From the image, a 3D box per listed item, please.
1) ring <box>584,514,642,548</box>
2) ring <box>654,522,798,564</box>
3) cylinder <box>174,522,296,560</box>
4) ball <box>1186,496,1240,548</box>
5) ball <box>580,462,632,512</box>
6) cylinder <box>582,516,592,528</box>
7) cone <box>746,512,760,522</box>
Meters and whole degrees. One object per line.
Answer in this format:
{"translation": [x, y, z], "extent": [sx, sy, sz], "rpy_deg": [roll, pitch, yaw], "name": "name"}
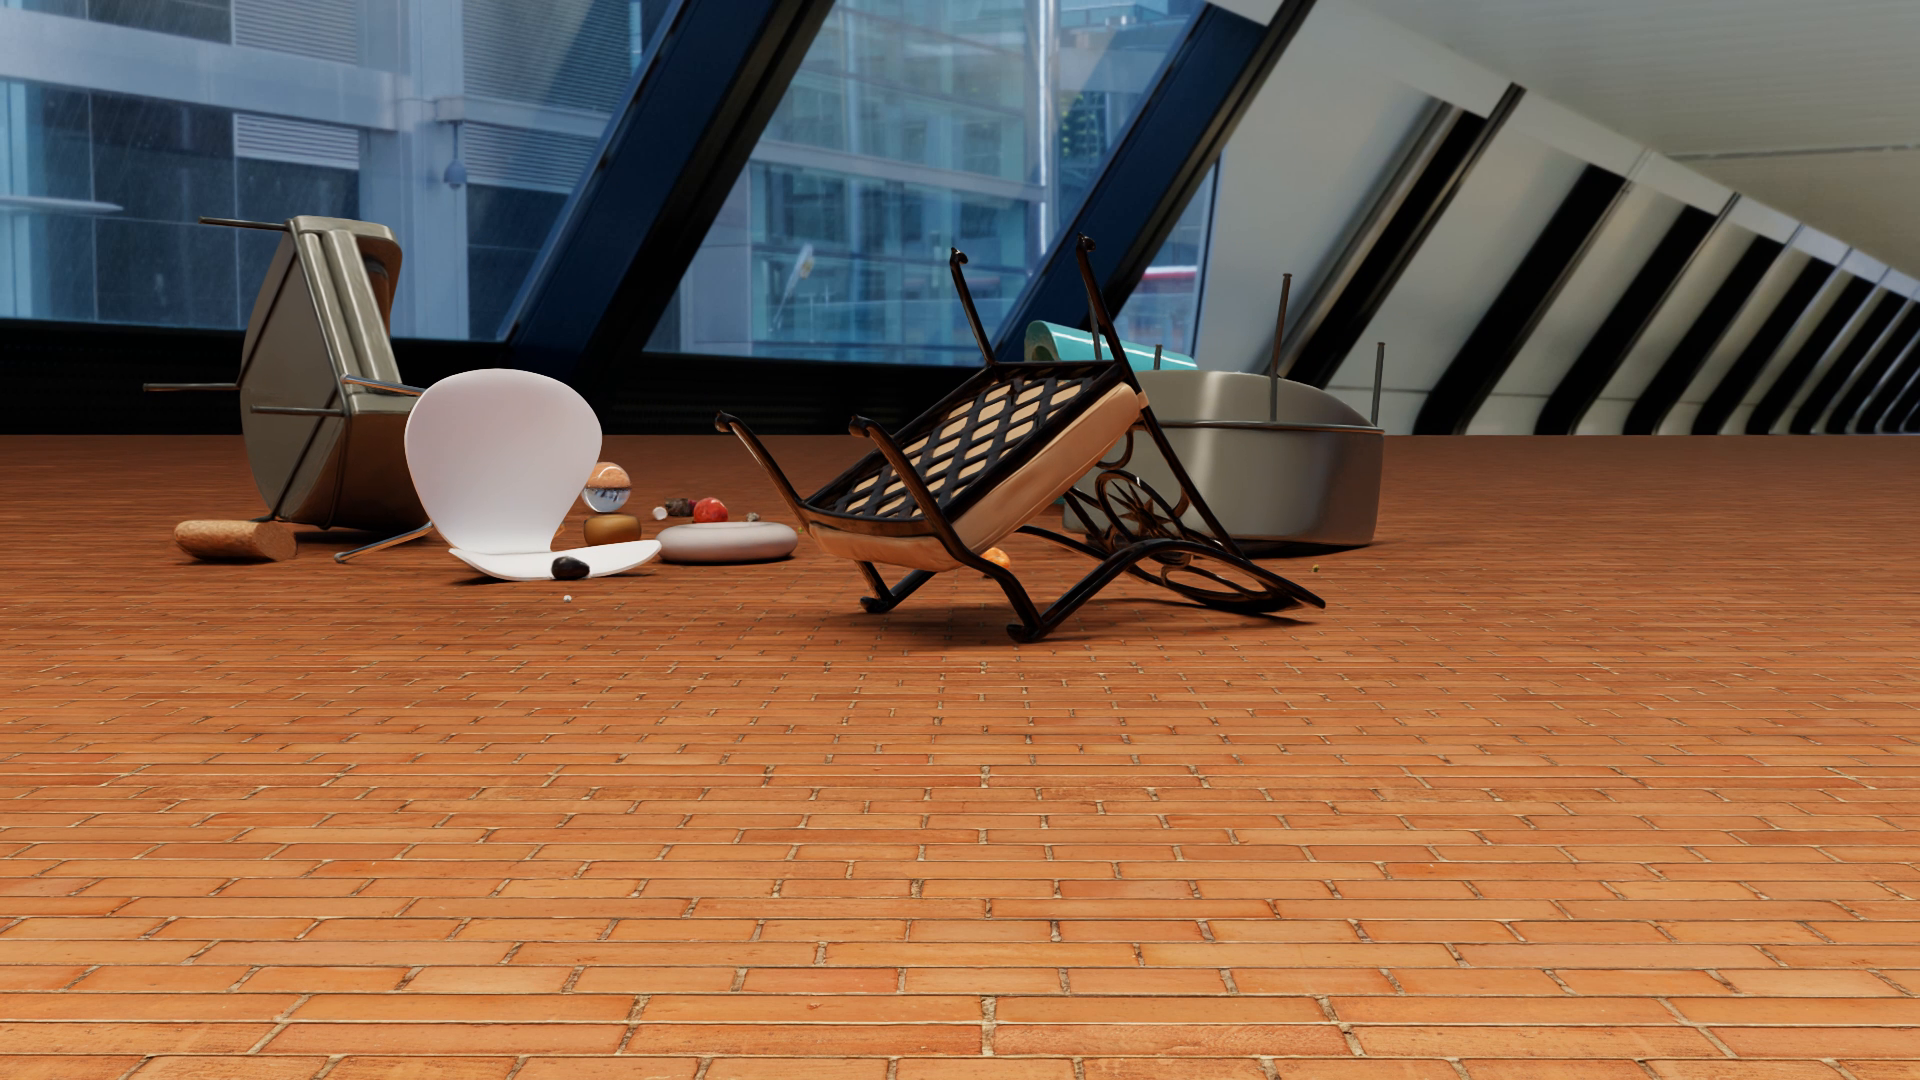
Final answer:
{"translation": [-0.991, -0.024, 6.272], "extent": [0.161, 0.088, 0.249], "rpy_deg": [-2, 3, -2], "name": "ring"}
{"translation": [-0.615, 0.006, 5.802], "extent": [0.354, 0.092, 0.490], "rpy_deg": [0, 3, 18], "name": "ring"}
{"translation": [-1.886, 0.002, 5.730], "extent": [0.217, 0.094, 0.235], "rpy_deg": [1, -10, 10], "name": "cylinder"}
{"translation": [0.709, -0.050, 6.178], "extent": [0.150, 0.150, 0.150], "rpy_deg": [0, 4, 0], "name": "ball"}
{"translation": [-1.287, -0.192, 7.980], "extent": [0.186, 0.186, 0.186], "rpy_deg": [0, 4, 0], "name": "ball"}
{"translation": [-1.106, -0.051, 6.941], "extent": [0.118, 0.046, 0.121], "rpy_deg": [4, 11, 27], "name": "cylinder"}
{"translation": [-0.703, -0.067, 7.406], "extent": [0.049, 0.034, 0.049], "rpy_deg": [12, 25, 6], "name": "cone"}
